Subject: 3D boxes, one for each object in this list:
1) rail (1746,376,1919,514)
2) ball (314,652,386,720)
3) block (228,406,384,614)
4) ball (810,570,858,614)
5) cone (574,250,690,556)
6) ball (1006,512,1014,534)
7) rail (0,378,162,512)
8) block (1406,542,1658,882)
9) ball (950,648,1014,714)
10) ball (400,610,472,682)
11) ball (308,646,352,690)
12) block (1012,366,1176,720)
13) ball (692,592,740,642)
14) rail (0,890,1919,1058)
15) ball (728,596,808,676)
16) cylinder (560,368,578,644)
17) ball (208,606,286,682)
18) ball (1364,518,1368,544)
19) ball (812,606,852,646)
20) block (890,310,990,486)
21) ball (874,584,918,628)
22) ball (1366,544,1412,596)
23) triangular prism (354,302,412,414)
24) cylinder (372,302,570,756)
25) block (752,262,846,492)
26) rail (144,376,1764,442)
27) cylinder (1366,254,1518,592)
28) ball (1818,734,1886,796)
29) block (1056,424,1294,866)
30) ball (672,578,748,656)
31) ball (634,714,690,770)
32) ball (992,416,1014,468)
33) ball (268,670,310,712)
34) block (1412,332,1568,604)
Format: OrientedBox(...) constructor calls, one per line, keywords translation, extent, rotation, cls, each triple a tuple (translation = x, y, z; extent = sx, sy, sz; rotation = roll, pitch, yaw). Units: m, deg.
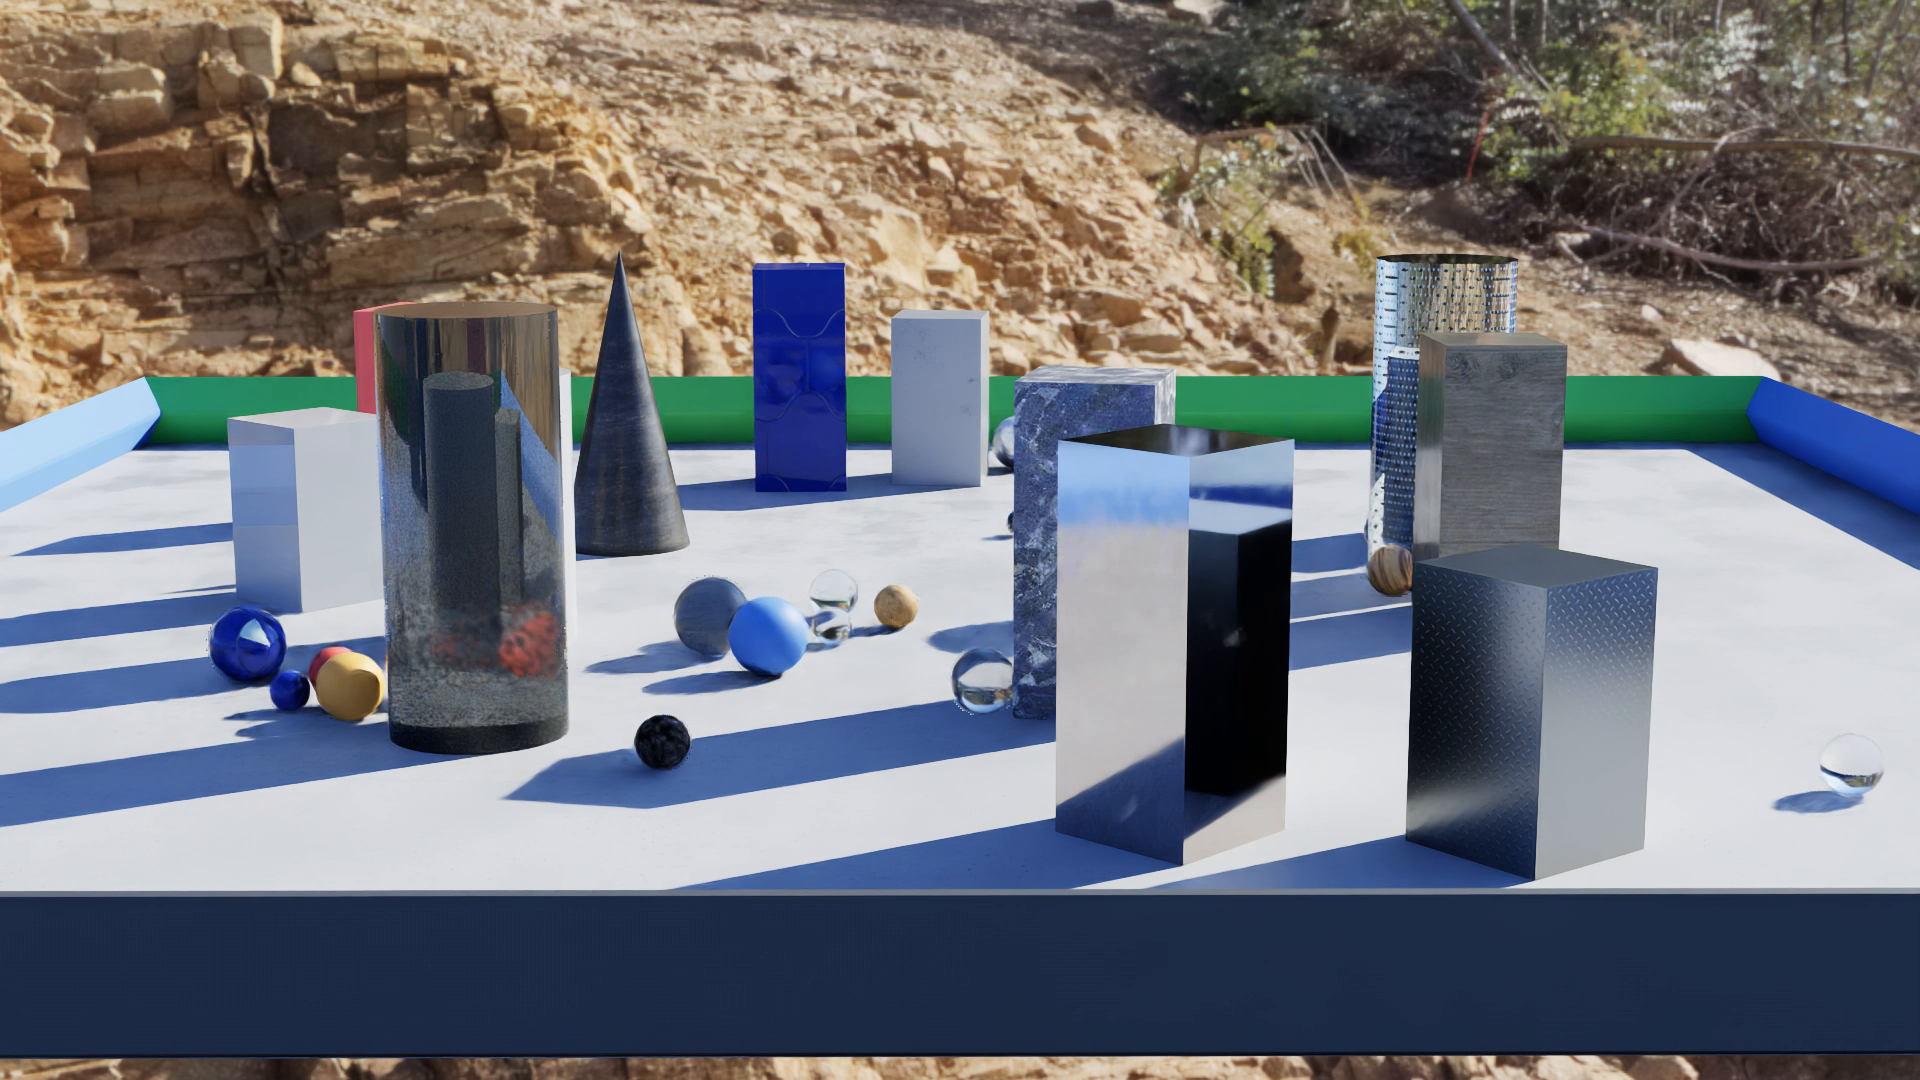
OrientedBox(translation=(1.553, 0.031, 3.458), extent=(0.045, 0.127, 3.160), rotation=(0, 11, 0), cls="rail")
OrientedBox(translation=(-0.685, 0.164, 2.883), extent=(0.077, 0.077, 0.077), rotation=(0, 11, 0), cls="ball")
OrientedBox(translation=(-0.890, -0.044, 3.533), extent=(0.157, 0.251, 0.157), rotation=(9, 14, 41), cls="block")
OrientedBox(translation=(-0.168, 0.072, 3.414), extent=(0.066, 0.066, 0.066), rotation=(0, 11, 0), cls="ball")
OrientedBox(translation=(-0.513, -0.215, 3.901), extent=(0.196, 0.452, 0.196), rotation=(0, 11, 0), cls="cone")
OrientedBox(translation=(0.093, -0.027, 4.011), extent=(0.042, 0.042, 0.042), rotation=(0, 11, 0), cls="ball")
OrientedBox(translation=(-1.553, 0.034, 3.440), extent=(0.045, 0.127, 3.160), rotation=(0, 11, 0), cls="rail")
OrientedBox(translation=(0.533, 0.156, 2.401), extent=(0.157, 0.270, 0.157), rotation=(-8, 13, -37), cls="block")
OrientedBox(translation=(0.027, 0.160, 2.912), extent=(0.075, 0.075, 0.075), rotation=(0, 11, 0), cls="ball")
OrientedBox(translation=(-0.609, 0.123, 2.980), extent=(0.082, 0.082, 0.082), rotation=(0, 11, 0), cls="ball")
OrientedBox(translation=(-0.716, 0.152, 2.943), extent=(0.061, 0.061, 0.061), rotation=(0, 11, 0), cls="ball")
OrientedBox(translation=(0.154, 0.002, 2.918), extent=(0.157, 0.382, 0.157), rotation=(2, 11, 13), cls="block")
OrientedBox(translation=(-0.311, 0.097, 3.279), extent=(0.064, 0.064, 0.064), rotation=(0, 11, 0), cls="ball")
OrientedBox(translation=(0.009, 0.316, 1.919), extent=(3.154, 0.127, 0.045), rotation=(0, 11, 0), cls="rail")
OrientedBox(translation=(-0.231, 0.116, 3.094), extent=(0.096, 0.096, 0.096), rotation=(0, 11, 0), cls="ball")
OrientedBox(translation=(-0.590, -0.042, 3.266), extent=(0.196, 0.343, 0.196), rotation=(0, 11, 0), cls="cylinder")
OrientedBox(translation=(-0.850, 0.125, 3.062), extent=(0.090, 0.090, 0.090), rotation=(0, 11, 0), cls="ball")
OrientedBox(translation=(0.644, -0.013, 3.831), extent=(0.080, 0.080, 0.080), rotation=(0, 11, 0), cls="ball")
OrientedBox(translation=(-0.163, 0.109, 3.254), extent=(0.050, 0.050, 0.050), rotation=(0, 11, 0), cls="ball")
OrientedBox(translation=(-0.034, -0.253, 4.540), extent=(0.157, 0.293, 0.157), rotation=(1, 11, 6), cls="block")
OrientedBox(translation=(-0.084, 0.086, 3.355), extent=(0.058, 0.058, 0.058), rotation=(0, 11, 0), cls="ball")
OrientedBox(translation=(0.600, 0.042, 3.559), extent=(0.071, 0.071, 0.071), rotation=(0, 11, 0), cls="ball")
OrientedBox(translation=(-0.898, -0.212, 4.193), extent=(0.170, 0.340, 0.147), rotation=(-3, 11, -15), cls="triangular prism")
OrientedBox(translation=(-0.531, -0.018, 2.795), extent=(0.196, 0.467, 0.196), rotation=(0, 11, 0), cls="cylinder")
OrientedBox(translation=(-0.277, -0.285, 4.472), extent=(0.157, 0.382, 0.157), rotation=(0, 11, -2), cls="block")
OrientedBox(translation=(-0.009, -0.251, 4.979), extent=(3.154, 0.127, 0.045), rotation=(0, 11, 0), cls="rail")
OrientedBox(translation=(0.681, -0.168, 3.630), extent=(0.196, 0.458, 0.196), rotation=(0, 11, 0), cls="cylinder")
OrientedBox(translation=(0.899, 0.226, 2.586), extent=(0.063, 0.063, 0.063), rotation=(0, 11, 0), cls="ball")
OrientedBox(translation=(0.202, 0.093, 2.435), extent=(0.157, 0.380, 0.157), rotation=(10, 14, 43), cls="block")
OrientedBox(translation=(-0.309, 0.095, 3.198), extent=(0.098, 0.098, 0.098), rotation=(0, 11, 0), cls="ball")
OrientedBox(translation=(-0.311, 0.211, 2.683), extent=(0.058, 0.058, 0.058), rotation=(0, 11, 0), cls="ball")
OrientedBox(translation=(0.106, -0.178, 4.671), extent=(0.098, 0.098, 0.098), rotation=(0, 11, 0), cls="ball")
OrientedBox(translation=(-0.764, 0.172, 2.925), extent=(0.046, 0.046, 0.046), rotation=(0, 11, 0), cls="ball")
OrientedBox(translation=(0.697, -0.080, 3.392), extent=(0.157, 0.372, 0.157), rotation=(0, 11, -2), cls="block")
